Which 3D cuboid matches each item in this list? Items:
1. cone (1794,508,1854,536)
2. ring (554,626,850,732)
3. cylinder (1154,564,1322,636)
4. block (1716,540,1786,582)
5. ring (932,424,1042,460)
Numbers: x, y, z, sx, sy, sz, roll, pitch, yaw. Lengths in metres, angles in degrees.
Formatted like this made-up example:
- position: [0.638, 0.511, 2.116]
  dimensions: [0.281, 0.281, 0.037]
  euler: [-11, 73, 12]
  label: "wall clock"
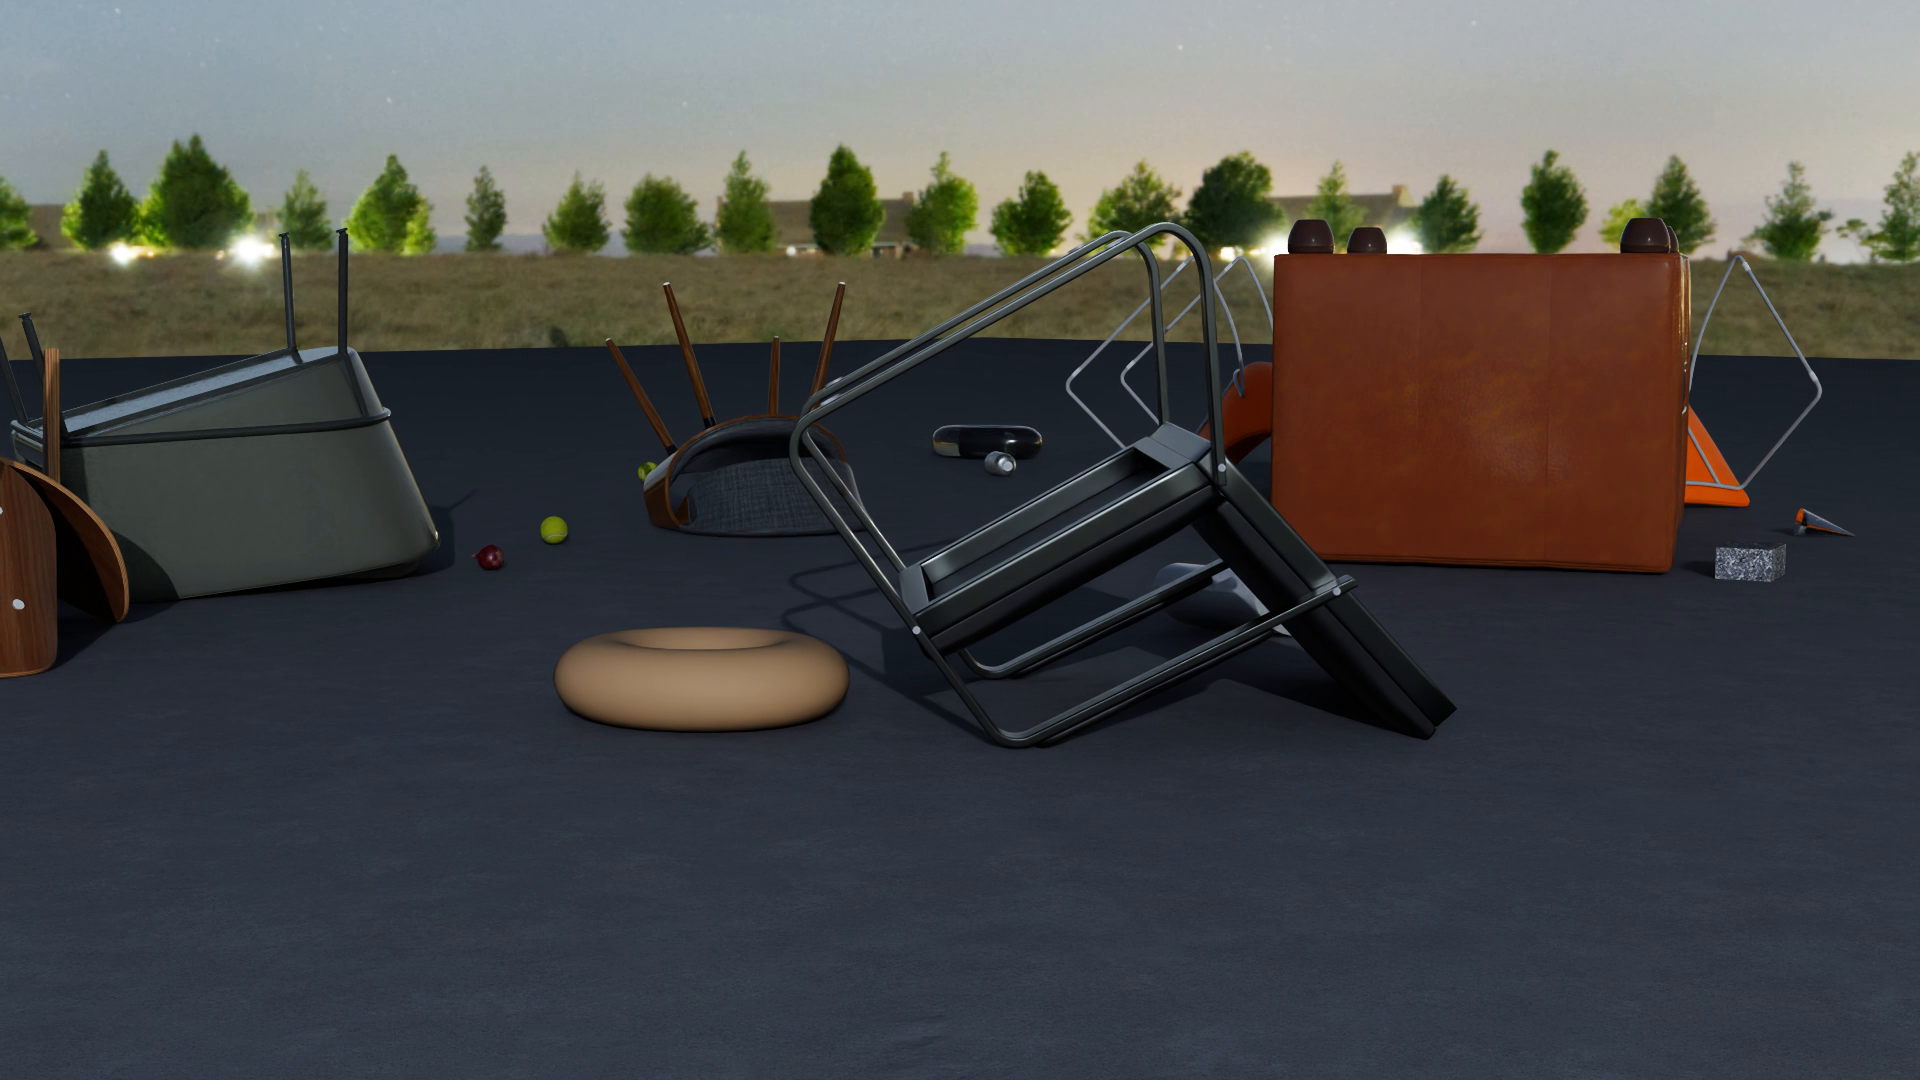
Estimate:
- position: [2.203, -0.028, 6.513]
  dimensions: [0.147, 0.071, 0.156]
  euler: [15, 8, 11]
  label: "cone"
- position: [-0.388, 0.206, 3.850]
  dimensions: [0.465, 0.119, 0.403]
  euler: [3, 6, 31]
  label: "ring"
- position: [0.514, 0.109, 4.736]
  dimensions: [0.220, 0.112, 0.239]
  euler: [5, -9, 40]
  label: "cylinder"
- position: [1.737, 0.046, 5.635]
  dimensions: [0.119, 0.069, 0.160]
  euler: [3, 7, 28]
  label: "block"
- position: [0.097, -0.356, 9.305]
  dimensions: [0.448, 0.116, 0.279]
  euler: [3, 5, 34]
  label: "ring"
